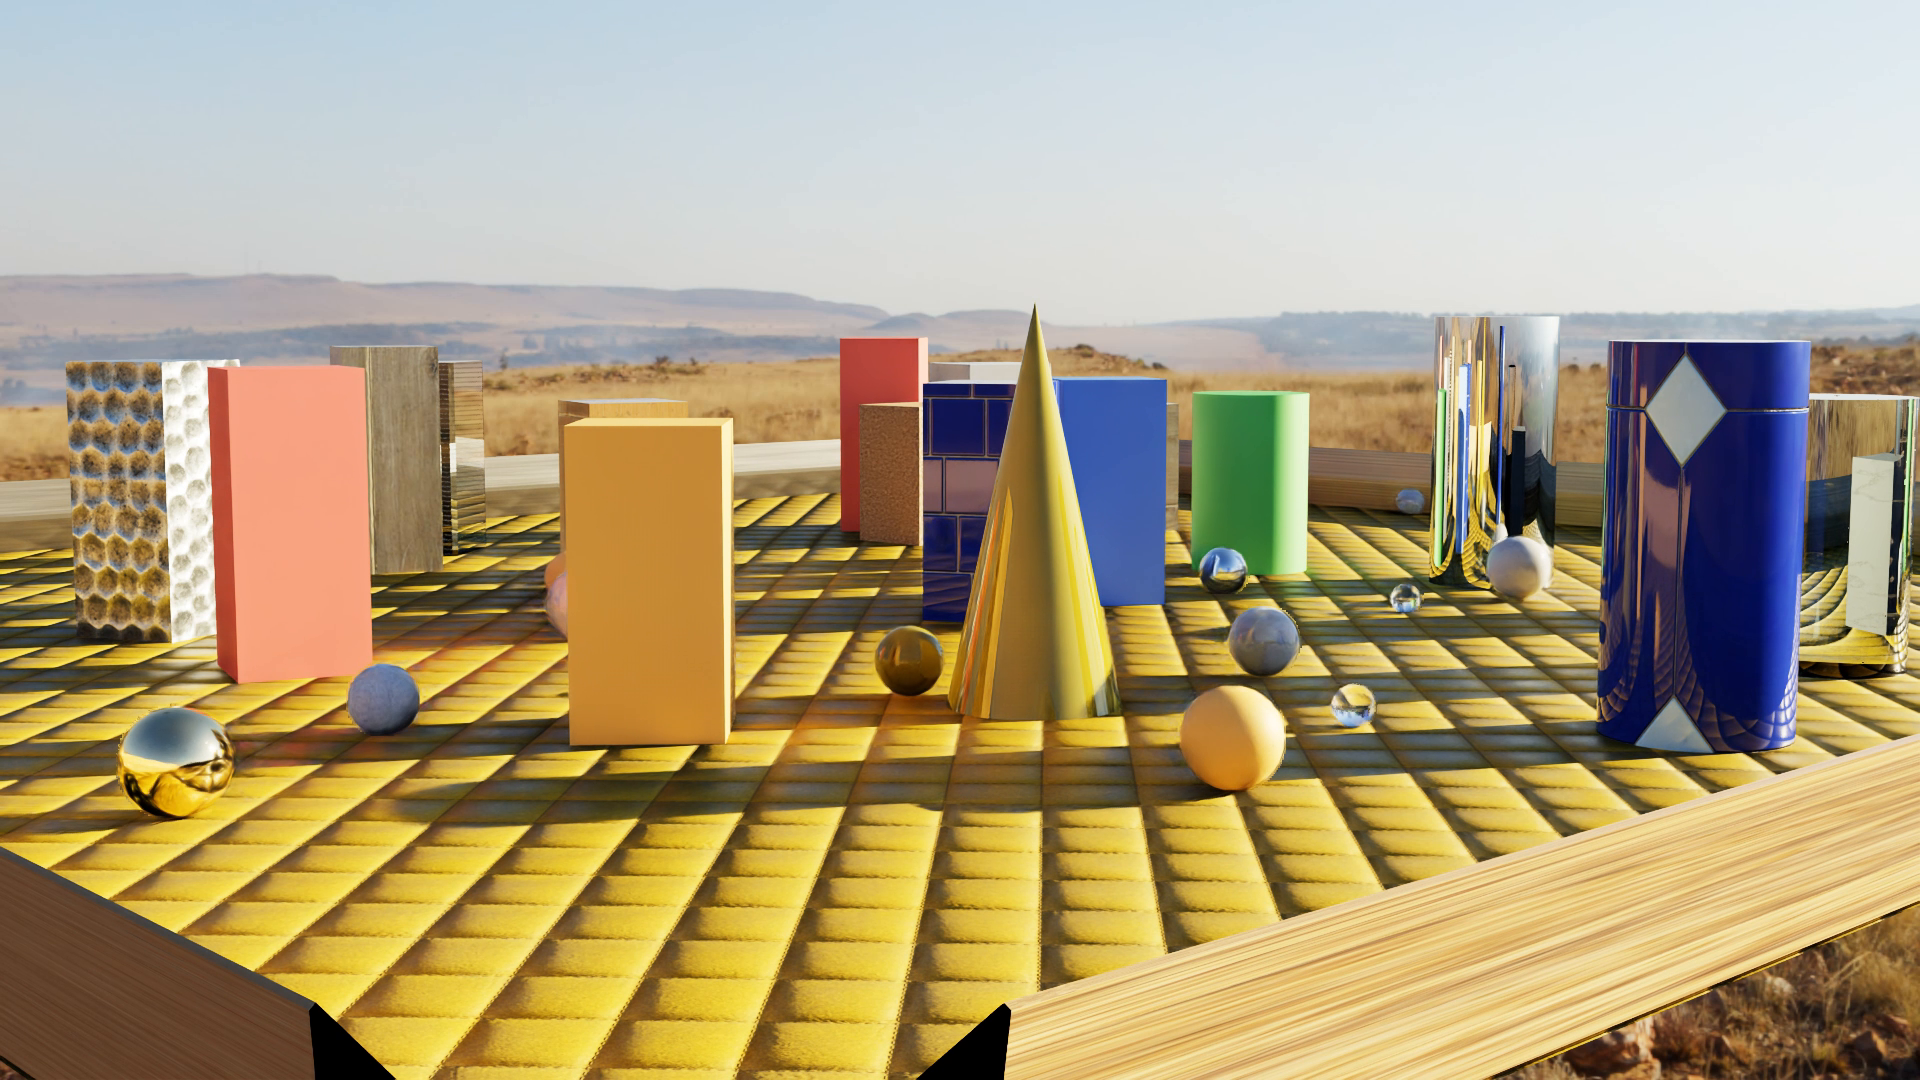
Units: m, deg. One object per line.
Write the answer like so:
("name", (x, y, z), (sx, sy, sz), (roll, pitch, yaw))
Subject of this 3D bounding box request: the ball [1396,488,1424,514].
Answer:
("ball", (0.987, -0.085, 4.830), (0.058, 0.058, 0.058), (0, 6, 0))

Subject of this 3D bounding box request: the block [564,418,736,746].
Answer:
("block", (-0.324, 0.039, 2.329), (0.160, 0.329, 0.160), (0, 6, -2))

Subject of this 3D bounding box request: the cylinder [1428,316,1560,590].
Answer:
("cylinder", (0.874, -0.147, 3.599), (0.200, 0.435, 0.200), (0, 6, 0))

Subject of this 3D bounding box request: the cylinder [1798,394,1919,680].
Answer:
("cylinder", (1.084, -0.010, 2.750), (0.200, 0.339, 0.200), (0, 6, 0))

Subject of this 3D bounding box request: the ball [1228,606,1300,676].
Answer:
("ball", (0.371, 0.124, 2.686), (0.086, 0.086, 0.086), (0, 6, 0))

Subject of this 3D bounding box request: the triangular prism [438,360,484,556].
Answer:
("triangular prism", (-0.946, -0.157, 4.097), (0.173, 0.352, 0.150), (4, 7, 35))

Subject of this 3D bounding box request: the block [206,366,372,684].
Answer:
("block", (-0.831, -0.026, 2.726), (0.160, 0.375, 0.160), (-3, 7, -27))

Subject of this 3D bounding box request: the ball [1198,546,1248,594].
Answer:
("ball", (0.414, 0.048, 3.462), (0.076, 0.076, 0.076), (0, 6, 0))

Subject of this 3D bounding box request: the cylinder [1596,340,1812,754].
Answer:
("cylinder", (0.775, -0.001, 2.299), (0.200, 0.414, 0.200), (0, 6, 0))

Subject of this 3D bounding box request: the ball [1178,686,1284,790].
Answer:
("ball", (0.253, 0.184, 2.049), (0.098, 0.098, 0.098), (0, 6, 0))

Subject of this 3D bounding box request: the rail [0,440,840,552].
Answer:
("rail", (-1.160, -0.096, 4.582), (3.606, 0.130, 0.045), (-5, 8, -42))

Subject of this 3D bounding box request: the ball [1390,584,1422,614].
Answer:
("ball", (0.659, 0.086, 3.251), (0.044, 0.044, 0.044), (0, 6, 0))

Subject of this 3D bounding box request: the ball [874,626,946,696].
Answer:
("ball", (-0.058, 0.140, 2.548), (0.082, 0.082, 0.082), (0, 6, 0))

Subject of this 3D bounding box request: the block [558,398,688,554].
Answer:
("block", (-0.532, -0.068, 3.481), (0.160, 0.304, 0.160), (-3, 7, -27))

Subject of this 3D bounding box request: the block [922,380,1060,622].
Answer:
("block", (0.046, -0.059, 3.211), (0.160, 0.342, 0.160), (2, 6, 17))

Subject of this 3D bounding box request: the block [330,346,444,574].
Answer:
("block", (-0.992, -0.142, 3.802), (0.160, 0.384, 0.160), (-2, 6, -23))

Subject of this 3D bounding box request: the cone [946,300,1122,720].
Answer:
("cone", (0.084, -0.040, 2.473), (0.200, 0.457, 0.200), (0, 6, 0))

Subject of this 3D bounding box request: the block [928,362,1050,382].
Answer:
("block", (0.052, -0.137, 3.901), (0.160, 0.353, 0.160), (-3, 7, -27))

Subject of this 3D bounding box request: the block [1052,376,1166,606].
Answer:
("block", (0.219, -0.078, 3.393), (0.160, 0.342, 0.160), (-1, 6, -10))

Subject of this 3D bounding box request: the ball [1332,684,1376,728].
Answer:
("ball", (0.423, 0.178, 2.361), (0.046, 0.046, 0.046), (0, 6, 0))

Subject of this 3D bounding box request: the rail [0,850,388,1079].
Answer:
("rail", (-1.308, 0.159, 2.132), (0.045, 0.130, 3.468), (-5, 8, -42))

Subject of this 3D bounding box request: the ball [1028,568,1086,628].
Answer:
("ball", (0.137, 0.081, 3.107), (0.084, 0.084, 0.084), (0, 6, 0))

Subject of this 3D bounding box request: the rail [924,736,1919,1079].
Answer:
("rail", (1.160, 0.164, 2.081), (3.606, 0.130, 0.045), (-5, 8, -42))

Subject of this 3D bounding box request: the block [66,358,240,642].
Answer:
("block", (-1.109, -0.059, 3.044), (0.160, 0.377, 0.160), (2, 6, 20))

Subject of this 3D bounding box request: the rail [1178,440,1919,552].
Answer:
("rail", (1.308, -0.091, 4.532), (0.045, 0.130, 3.468), (-5, 8, -42))

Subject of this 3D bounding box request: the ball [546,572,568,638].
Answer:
("ball", (-0.510, 0.086, 2.979), (0.100, 0.100, 0.100), (0, 6, 0))

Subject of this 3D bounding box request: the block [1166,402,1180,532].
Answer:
("block", (0.339, -0.152, 4.505), (0.160, 0.258, 0.160), (-2, 6, -22))

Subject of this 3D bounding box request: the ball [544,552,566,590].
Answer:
("ball", (-0.588, 0.058, 3.338), (0.083, 0.083, 0.083), (0, 6, 0))

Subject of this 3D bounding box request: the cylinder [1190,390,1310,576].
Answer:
("cylinder", (0.501, -0.102, 3.805), (0.200, 0.304, 0.200), (0, 6, 0))

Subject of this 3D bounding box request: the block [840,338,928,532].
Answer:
("block", (-0.154, -0.219, 4.515), (0.160, 0.390, 0.160), (1, 6, 6))

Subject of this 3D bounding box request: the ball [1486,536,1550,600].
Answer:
("ball", (0.865, 0.043, 3.409), (0.097, 0.097, 0.097), (0, 6, 0))

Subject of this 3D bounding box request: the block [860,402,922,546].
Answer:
("block", (-0.083, -0.132, 4.285), (0.160, 0.264, 0.160), (5, 8, 42))

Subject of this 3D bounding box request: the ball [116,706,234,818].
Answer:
("ball", (-0.691, 0.196, 1.939), (0.098, 0.098, 0.098), (0, 6, 0))

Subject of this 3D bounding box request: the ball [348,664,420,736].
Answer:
("ball", (-0.607, 0.168, 2.317), (0.075, 0.075, 0.075), (0, 6, 0))
